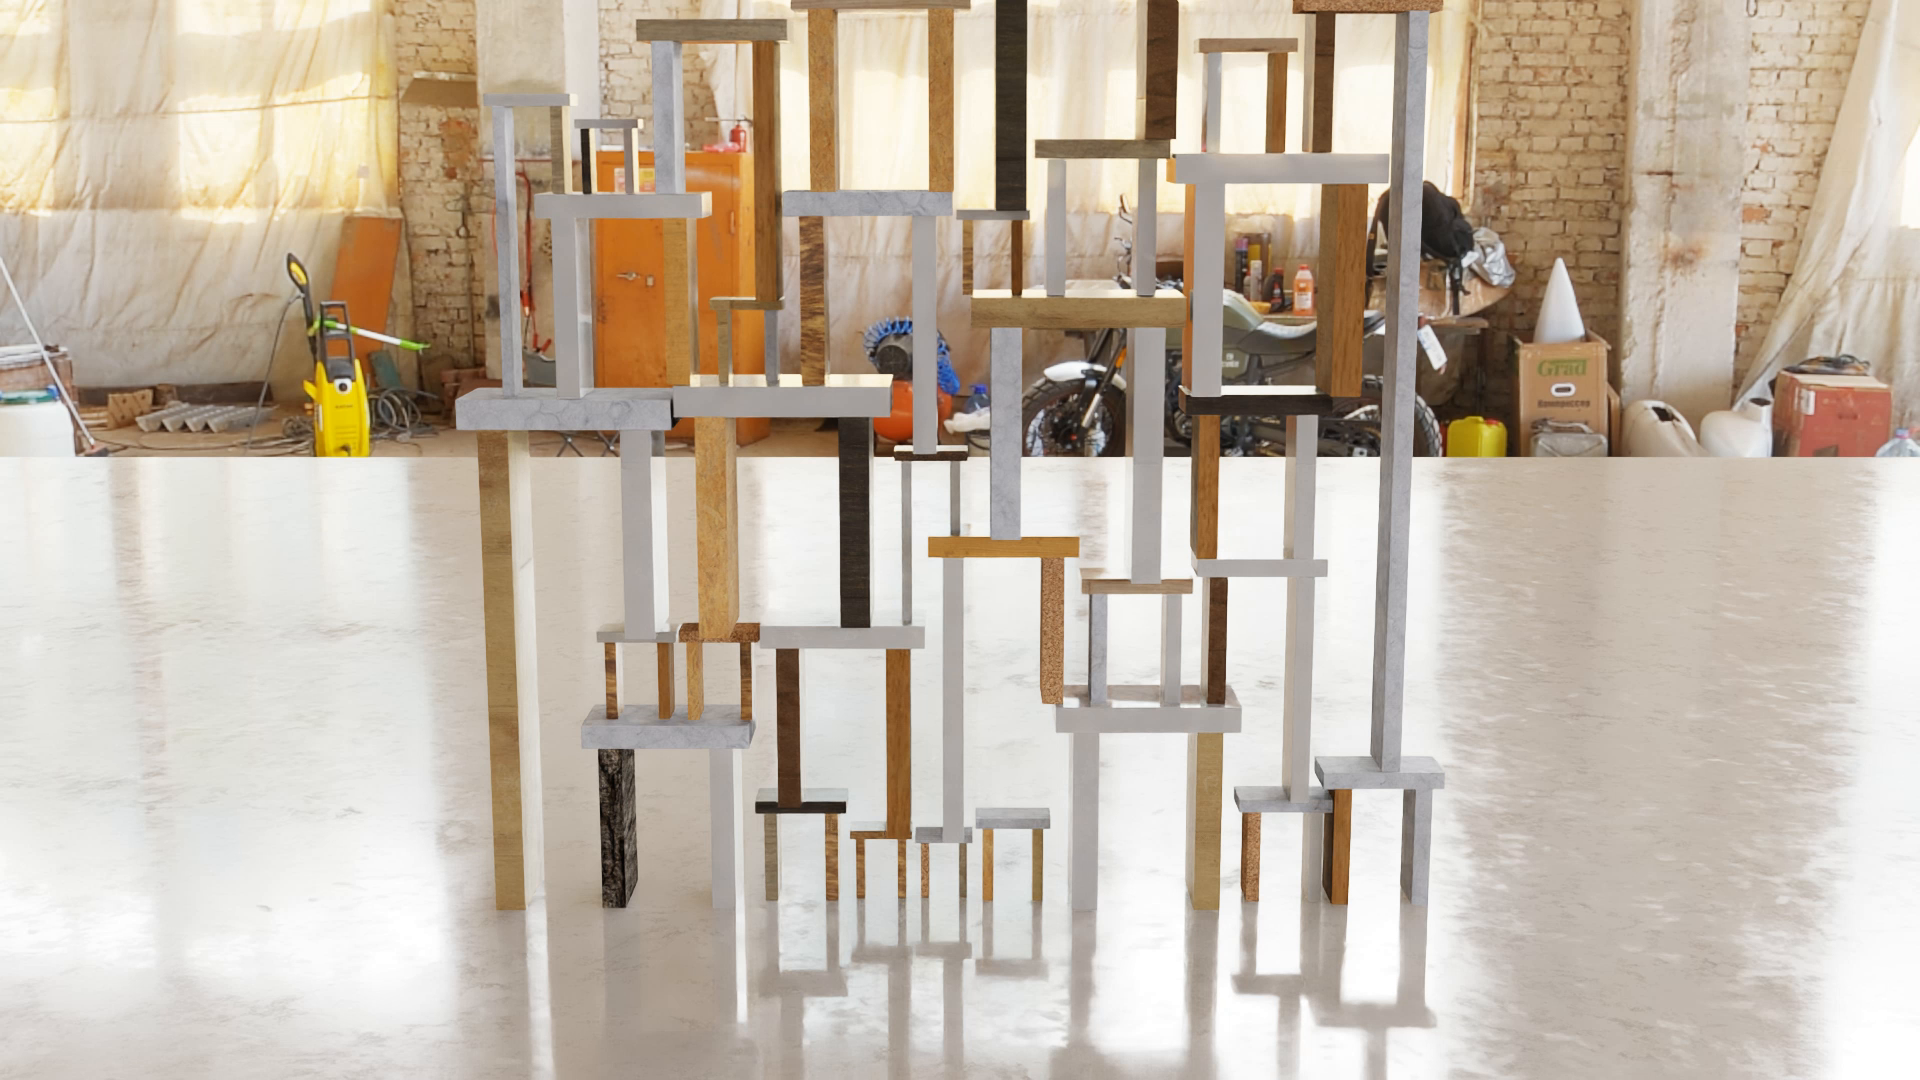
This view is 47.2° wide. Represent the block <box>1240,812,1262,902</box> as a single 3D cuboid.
[{"bbox_3d":[0.483,0.515,3.655,0.022,0.153,0.077,0,11,0],"label":"block"}]

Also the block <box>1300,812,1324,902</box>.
[{"bbox_3d":[0.585,0.515,3.655,0.022,0.153,0.076,0,11,0],"label":"block"}]

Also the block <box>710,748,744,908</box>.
[{"bbox_3d":[-0.386,0.458,3.642,0.038,0.270,0.135,0,11,0],"label":"block"}]

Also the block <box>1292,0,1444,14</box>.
[{"bbox_3d":[0.631,-0.833,3.408,0.214,0.030,0.107,0,11,0],"label":"block"}]

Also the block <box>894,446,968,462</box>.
[{"bbox_3d":[-0.047,-0.139,3.534,0.117,0.017,0.059,0,11,0],"label":"block"}]

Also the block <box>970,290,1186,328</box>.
[{"bbox_3d":[0.184,-0.367,3.487,0.334,0.047,0.167,0,11,0],"label":"block"}]

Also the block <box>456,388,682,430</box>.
[{"bbox_3d":[-0.621,-0.211,3.525,0.336,0.048,0.168,0,11,0],"label":"block"}]

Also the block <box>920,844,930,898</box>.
[{"bbox_3d":[-0.058,0.543,3.664,0.013,0.095,0.047,0,11,0],"label":"block"}]

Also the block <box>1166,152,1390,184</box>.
[{"bbox_3d":[0.494,-0.583,3.447,0.328,0.046,0.164,0,11,0],"label":"block"}]

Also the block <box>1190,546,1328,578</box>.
[{"bbox_3d":[0.484,0.035,3.562,0.209,0.030,0.104,0,11,0],"label":"block"}]

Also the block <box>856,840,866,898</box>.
[{"bbox_3d":[-0.164,0.539,3.661,0.015,0.103,0.051,0,11,0],"label":"block"}]

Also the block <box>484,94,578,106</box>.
[{"bbox_3d":[-0.670,-0.688,3.436,0.134,0.019,0.067,0,11,0],"label":"block"}]

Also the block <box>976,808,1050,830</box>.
[{"bbox_3d":[0.087,0.461,3.642,0.123,0.017,0.062,0,11,0],"label":"block"}]

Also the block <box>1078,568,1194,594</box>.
[{"bbox_3d":[0.285,0.066,3.570,0.179,0.025,0.090,0,11,0],"label":"block"}]

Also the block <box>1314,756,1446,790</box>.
[{"bbox_3d":[0.691,0.383,3.627,0.197,0.028,0.099,0,11,0],"label":"block"}]

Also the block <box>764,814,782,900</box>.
[{"bbox_3d":[-0.311,0.516,3.659,0.021,0.149,0.075,0,11,0],"label":"block"}]

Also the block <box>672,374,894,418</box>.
[{"bbox_3d":[-0.279,-0.231,3.518,0.338,0.048,0.169,0,11,0],"label":"block"}]

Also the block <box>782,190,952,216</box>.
[{"bbox_3d":[-0.143,-0.531,3.461,0.263,0.037,0.131,0,11,0],"label":"block"}]

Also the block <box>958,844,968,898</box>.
[{"bbox_3d":[0.005,0.543,3.664,0.013,0.094,0.047,0,10,0],"label":"block"}]

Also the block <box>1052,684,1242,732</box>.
[{"bbox_3d":[0.303,0.276,3.607,0.299,0.042,0.149,0,11,0],"label":"block"}]

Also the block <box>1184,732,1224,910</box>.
[{"bbox_3d":[0.403,0.444,3.638,0.042,0.299,0.149,0,11,0],"label":"block"}]

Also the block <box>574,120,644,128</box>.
[{"bbox_3d":[-0.549,-0.650,3.436,0.100,0.014,0.050,0,11,0],"label":"block"}]

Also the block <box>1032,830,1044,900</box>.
[{"bbox_3d":[0.128,0.530,3.655,0.017,0.123,0.062,0,11,0],"label":"block"}]

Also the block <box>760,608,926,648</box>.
[{"bbox_3d":[-0.188,0.144,3.585,0.265,0.037,0.132,0,11,0],"label":"block"}]

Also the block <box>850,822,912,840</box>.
[{"bbox_3d":[-0.130,0.482,3.651,0.103,0.015,0.051,0,11,0],"label":"block"}]

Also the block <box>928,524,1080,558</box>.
[{"bbox_3d":[0.069,0.000,3.562,0.241,0.034,0.121,0,11,0],"label":"block"}]

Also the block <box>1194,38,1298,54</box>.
[{"bbox_3d":[0.443,-0.766,3.412,0.152,0.022,0.076,0,11,0],"label":"block"}]

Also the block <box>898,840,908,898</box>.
[{"bbox_3d":[-0.096,0.539,3.661,0.015,0.103,0.051,0,11,0],"label":"block"}]

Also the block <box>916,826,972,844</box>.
[{"bbox_3d":[-0.027,0.490,3.655,0.095,0.013,0.047,0,11,0],"label":"block"}]

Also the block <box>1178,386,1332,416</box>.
[{"bbox_3d":[0.471,-0.224,3.521,0.231,0.033,0.116,0,11,0],"label":"block"}]

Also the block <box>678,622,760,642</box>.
[{"bbox_3d":[-0.390,0.151,3.587,0.130,0.018,0.065,0,11,0],"label":"block"}]

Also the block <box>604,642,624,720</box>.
[{"bbox_3d":[-0.567,0.223,3.605,0.018,0.128,0.064,0,11,0],"label":"block"}]

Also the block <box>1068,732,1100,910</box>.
[{"bbox_3d":[0.204,0.444,3.638,0.042,0.299,0.149,0,11,0],"label":"block"}]

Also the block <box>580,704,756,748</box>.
[{"bbox_3d":[-0.476,0.306,3.614,0.270,0.038,0.135,0,11,0],"label":"block"}]

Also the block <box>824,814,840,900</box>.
[{"bbox_3d":[-0.211,0.516,3.659,0.021,0.149,0.075,0,11,0],"label":"block"}]

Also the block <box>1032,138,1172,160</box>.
[{"bbox_3d":[0.220,-0.613,3.444,0.211,0.030,0.105,0,11,-1],"label":"block"}]

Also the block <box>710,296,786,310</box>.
[{"bbox_3d":[-0.337,-0.376,3.493,0.114,0.016,0.057,1,11,2],"label":"block"}]

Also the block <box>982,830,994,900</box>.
[{"bbox_3d":[0.046,0.530,3.655,0.017,0.123,0.062,0,11,0],"label":"block"}]

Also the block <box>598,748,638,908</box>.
[{"bbox_3d":[-0.566,0.458,3.642,0.038,0.270,0.135,0,11,0],"label":"block"}]

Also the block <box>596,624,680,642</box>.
[{"bbox_3d":[-0.524,0.152,3.592,0.128,0.018,0.064,0,10,0],"label":"block"}]

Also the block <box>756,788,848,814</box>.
[{"bbox_3d":[-0.261,0.432,3.643,0.149,0.021,0.075,0,11,0],"label":"block"}]

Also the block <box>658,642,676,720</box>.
[{"bbox_3d":[-0.482,0.223,3.605,0.018,0.128,0.064,0,11,0],"label":"block"}]

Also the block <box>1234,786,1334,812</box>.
[{"bbox_3d":[0.534,0.429,3.639,0.153,0.022,0.077,0,11,0],"label":"block"}]

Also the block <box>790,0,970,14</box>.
[{"bbox_3d":[-0.121,-0.839,3.406,0.274,0.039,0.137,0,11,0],"label":"block"}]

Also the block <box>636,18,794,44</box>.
[{"bbox_3d":[-0.378,-0.789,3.413,0.231,0.033,0.116,0,11,1],"label":"block"}]

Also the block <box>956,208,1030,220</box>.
[{"bbox_3d":[0.052,-0.513,3.466,0.116,0.016,0.058,0,11,1],"label":"block"}]

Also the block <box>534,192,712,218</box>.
[{"bbox_3d":[-0.528,-0.527,3.462,0.259,0.037,0.130,0,11,0],"label":"block"}]
